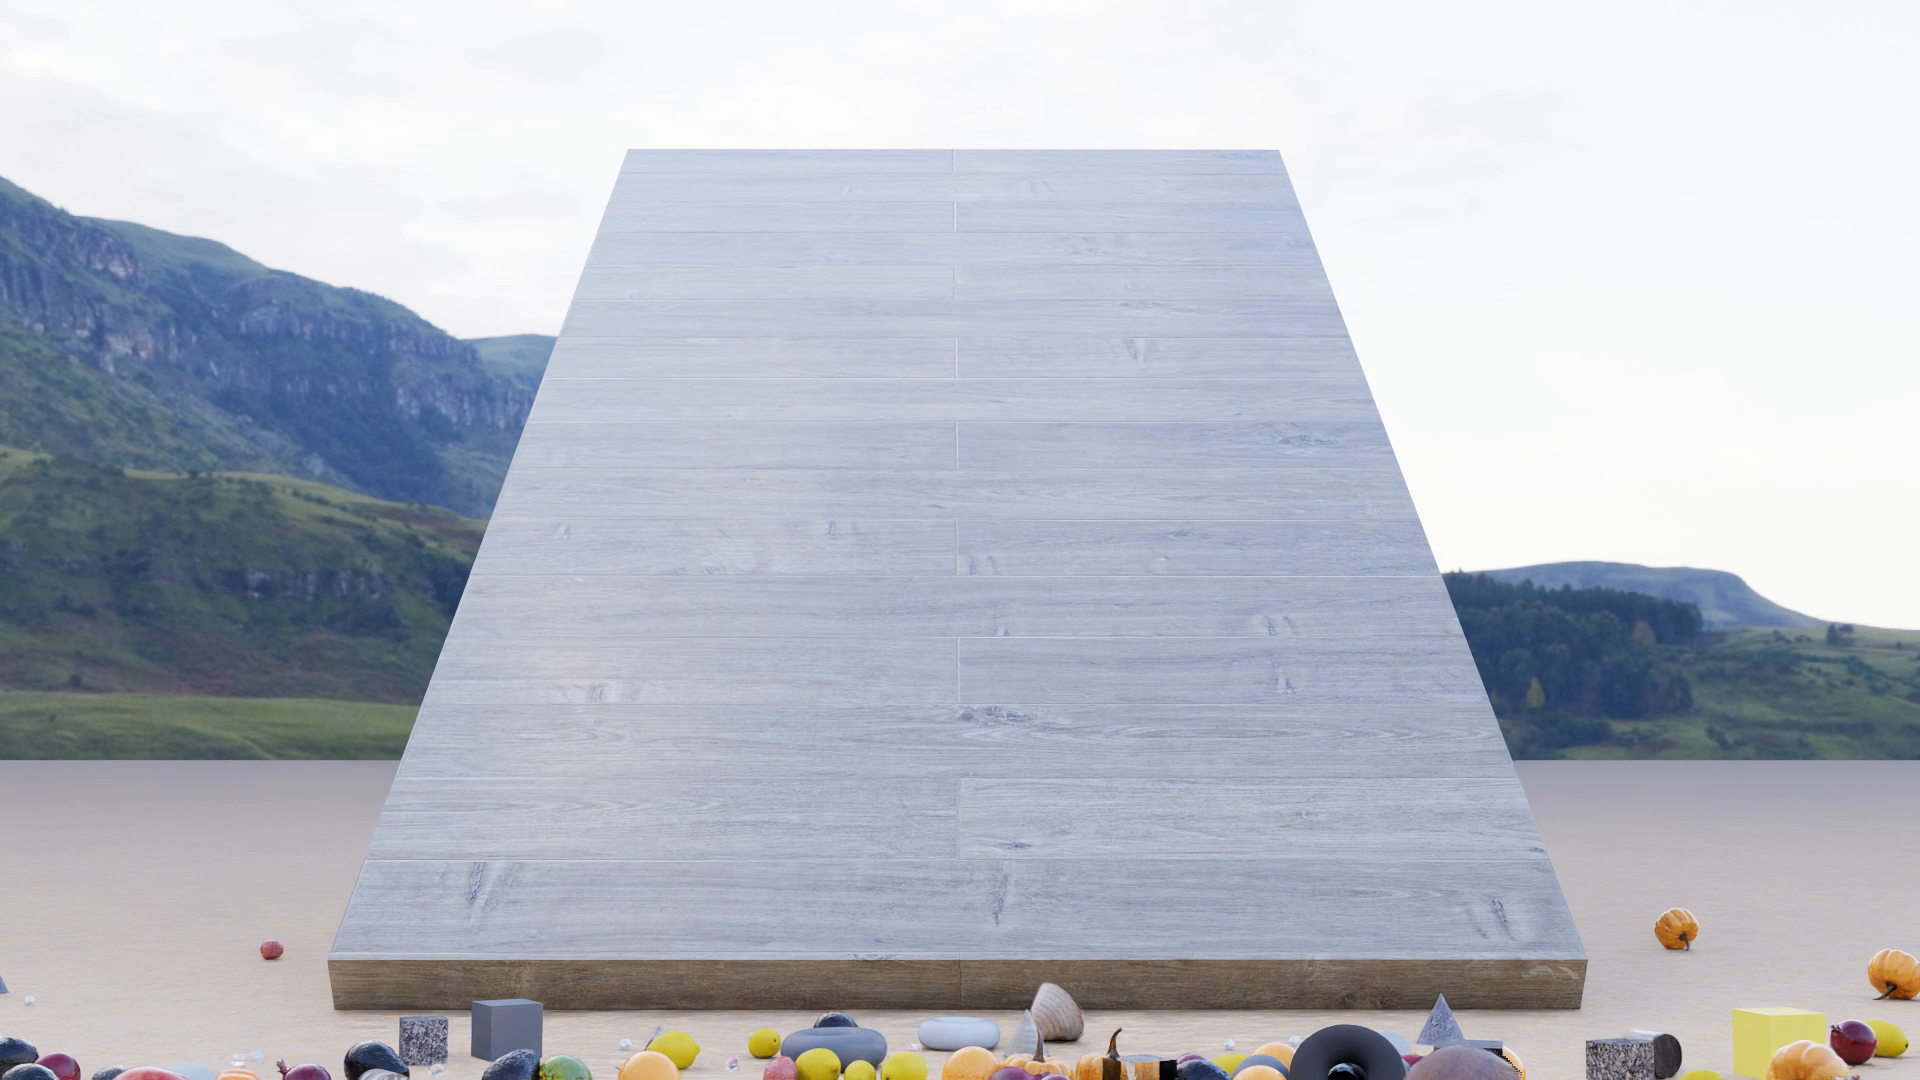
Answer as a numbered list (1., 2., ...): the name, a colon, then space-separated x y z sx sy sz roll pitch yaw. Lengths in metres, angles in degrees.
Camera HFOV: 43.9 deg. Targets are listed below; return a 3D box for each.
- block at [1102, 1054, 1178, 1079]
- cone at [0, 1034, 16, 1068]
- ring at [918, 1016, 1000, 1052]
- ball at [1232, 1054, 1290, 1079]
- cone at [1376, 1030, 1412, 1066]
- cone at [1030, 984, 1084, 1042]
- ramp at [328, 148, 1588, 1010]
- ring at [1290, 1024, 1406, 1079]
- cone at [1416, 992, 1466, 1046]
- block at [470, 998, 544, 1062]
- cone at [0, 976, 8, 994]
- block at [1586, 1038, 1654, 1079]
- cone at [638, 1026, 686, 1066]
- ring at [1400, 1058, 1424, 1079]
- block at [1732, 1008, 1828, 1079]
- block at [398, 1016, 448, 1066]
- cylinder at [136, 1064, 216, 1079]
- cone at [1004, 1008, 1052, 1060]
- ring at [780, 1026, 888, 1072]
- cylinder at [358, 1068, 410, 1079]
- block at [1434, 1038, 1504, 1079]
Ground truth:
1. block: 0.206 0.625 2.731 0.061 0.061 0.061 3 -6 -33
2. cone: -1.282 0.655 3.139 0.075 0.075 0.075 0 -5 0
3. ring: -0.001 0.691 3.334 0.116 0.039 0.116 1 -5 0
4. ball: 0.341 0.617 2.691 0.070 0.070 0.070 0 -5 0
5. cone: 0.531 0.652 2.898 0.084 0.084 0.084 -4 -33 40
6. cone: 0.112 0.694 3.390 0.092 0.092 0.092 -29 13 -35
7. ramp: -0.011 -0.223 5.572 2.000 0.100 4.000 0 28 0
8. ring: 0.430 0.595 2.645 0.128 0.128 0.043 -1 -45 10
9. cone: 0.684 0.678 3.384 0.071 0.071 0.071 0 -5 0
10. block: -0.614 0.664 3.229 0.073 0.073 0.073 3 -6 -32
11. cone: -1.666 0.746 4.093 0.064 0.064 0.064 0 -5 0
12. block: 0.809 0.644 2.921 0.057 0.057 0.057 2 -6 -26
13. cone: -0.385 0.680 3.143 0.057 0.057 0.057 26 -4 3
14. ring: 0.494 0.614 2.715 0.113 0.038 0.113 37 6 -5
15. block: 1.046 0.643 3.042 0.081 0.081 0.081 1 -5 -15
16. block: -0.715 0.666 3.174 0.058 0.058 0.058 2 -5 -19
17. cylinder: -0.855 0.608 2.588 0.070 0.070 0.070 -2 -5 16
18. cone: 0.091 0.668 3.231 0.065 0.065 0.065 0 -5 0
19. ring: -0.165 0.668 3.123 0.141 0.047 0.141 -1 -5 0
20. cylinder: -0.648 0.625 2.682 0.053 0.053 0.053 4 -6 -36
21. block: 0.586 0.618 2.739 0.077 0.077 0.077 -1 -5 13
